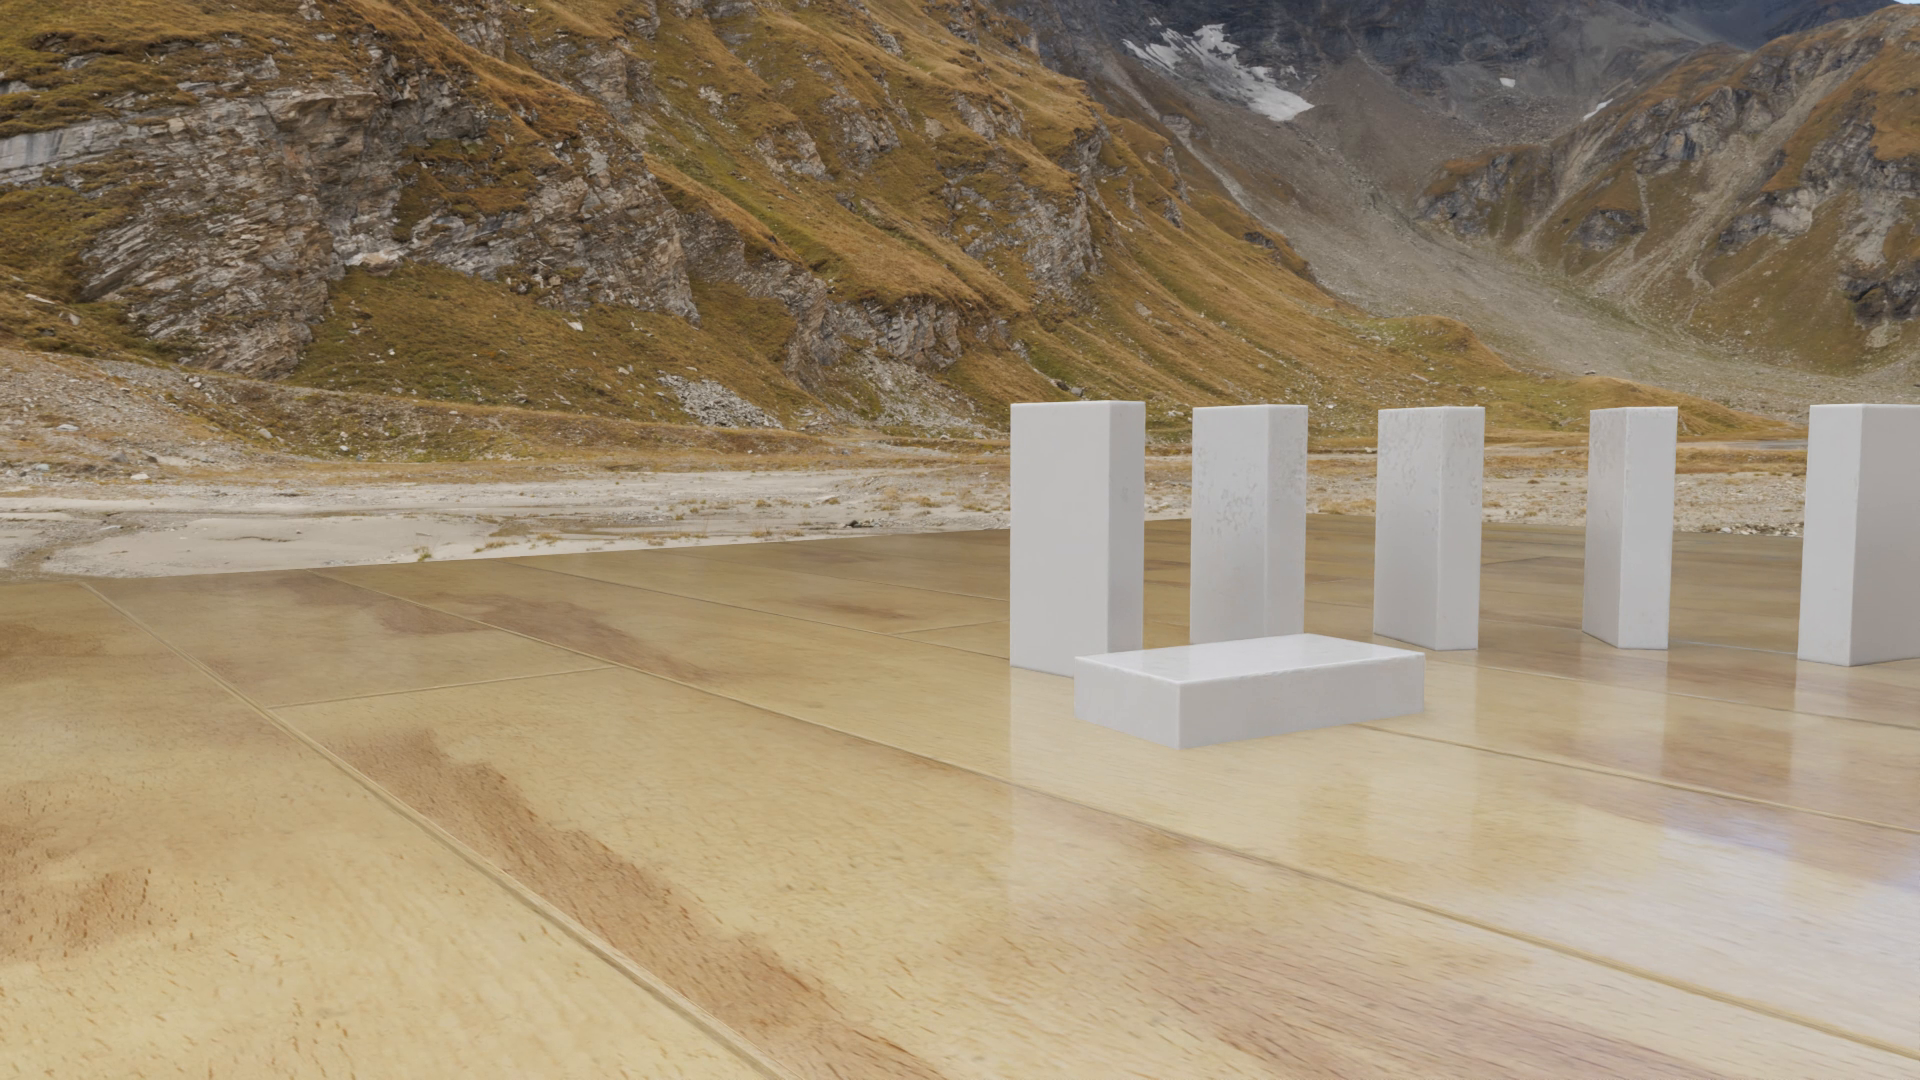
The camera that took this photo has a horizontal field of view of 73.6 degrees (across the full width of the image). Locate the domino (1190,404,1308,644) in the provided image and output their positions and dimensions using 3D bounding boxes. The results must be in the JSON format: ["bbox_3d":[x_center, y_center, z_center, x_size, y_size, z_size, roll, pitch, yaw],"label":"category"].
[{"bbox_3d":[0.058,-0.002,0.261,0.009,0.050,0.025,-2,5,-25],"label":"domino"}]

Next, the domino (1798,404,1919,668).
[{"bbox_3d":[0.178,-0.001,0.252,0.025,0.050,0.009,-2,5,-26],"label":"domino"}]

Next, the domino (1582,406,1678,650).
[{"bbox_3d":[0.143,-0.003,0.276,0.009,0.050,0.025,1,4,10],"label":"domino"}]

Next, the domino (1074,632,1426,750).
[{"bbox_3d":[0.046,0.023,0.202,0.050,0.010,0.025,-2,5,-30],"label":"domino"}]

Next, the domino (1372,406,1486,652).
[{"bbox_3d":[0.100,-0.003,0.275,0.009,0.050,0.025,-1,4,-12],"label":"domino"}]

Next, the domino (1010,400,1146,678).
[{"bbox_3d":[0.021,0.000,0.237,0.009,0.050,0.025,-4,6,-41],"label":"domino"}]
